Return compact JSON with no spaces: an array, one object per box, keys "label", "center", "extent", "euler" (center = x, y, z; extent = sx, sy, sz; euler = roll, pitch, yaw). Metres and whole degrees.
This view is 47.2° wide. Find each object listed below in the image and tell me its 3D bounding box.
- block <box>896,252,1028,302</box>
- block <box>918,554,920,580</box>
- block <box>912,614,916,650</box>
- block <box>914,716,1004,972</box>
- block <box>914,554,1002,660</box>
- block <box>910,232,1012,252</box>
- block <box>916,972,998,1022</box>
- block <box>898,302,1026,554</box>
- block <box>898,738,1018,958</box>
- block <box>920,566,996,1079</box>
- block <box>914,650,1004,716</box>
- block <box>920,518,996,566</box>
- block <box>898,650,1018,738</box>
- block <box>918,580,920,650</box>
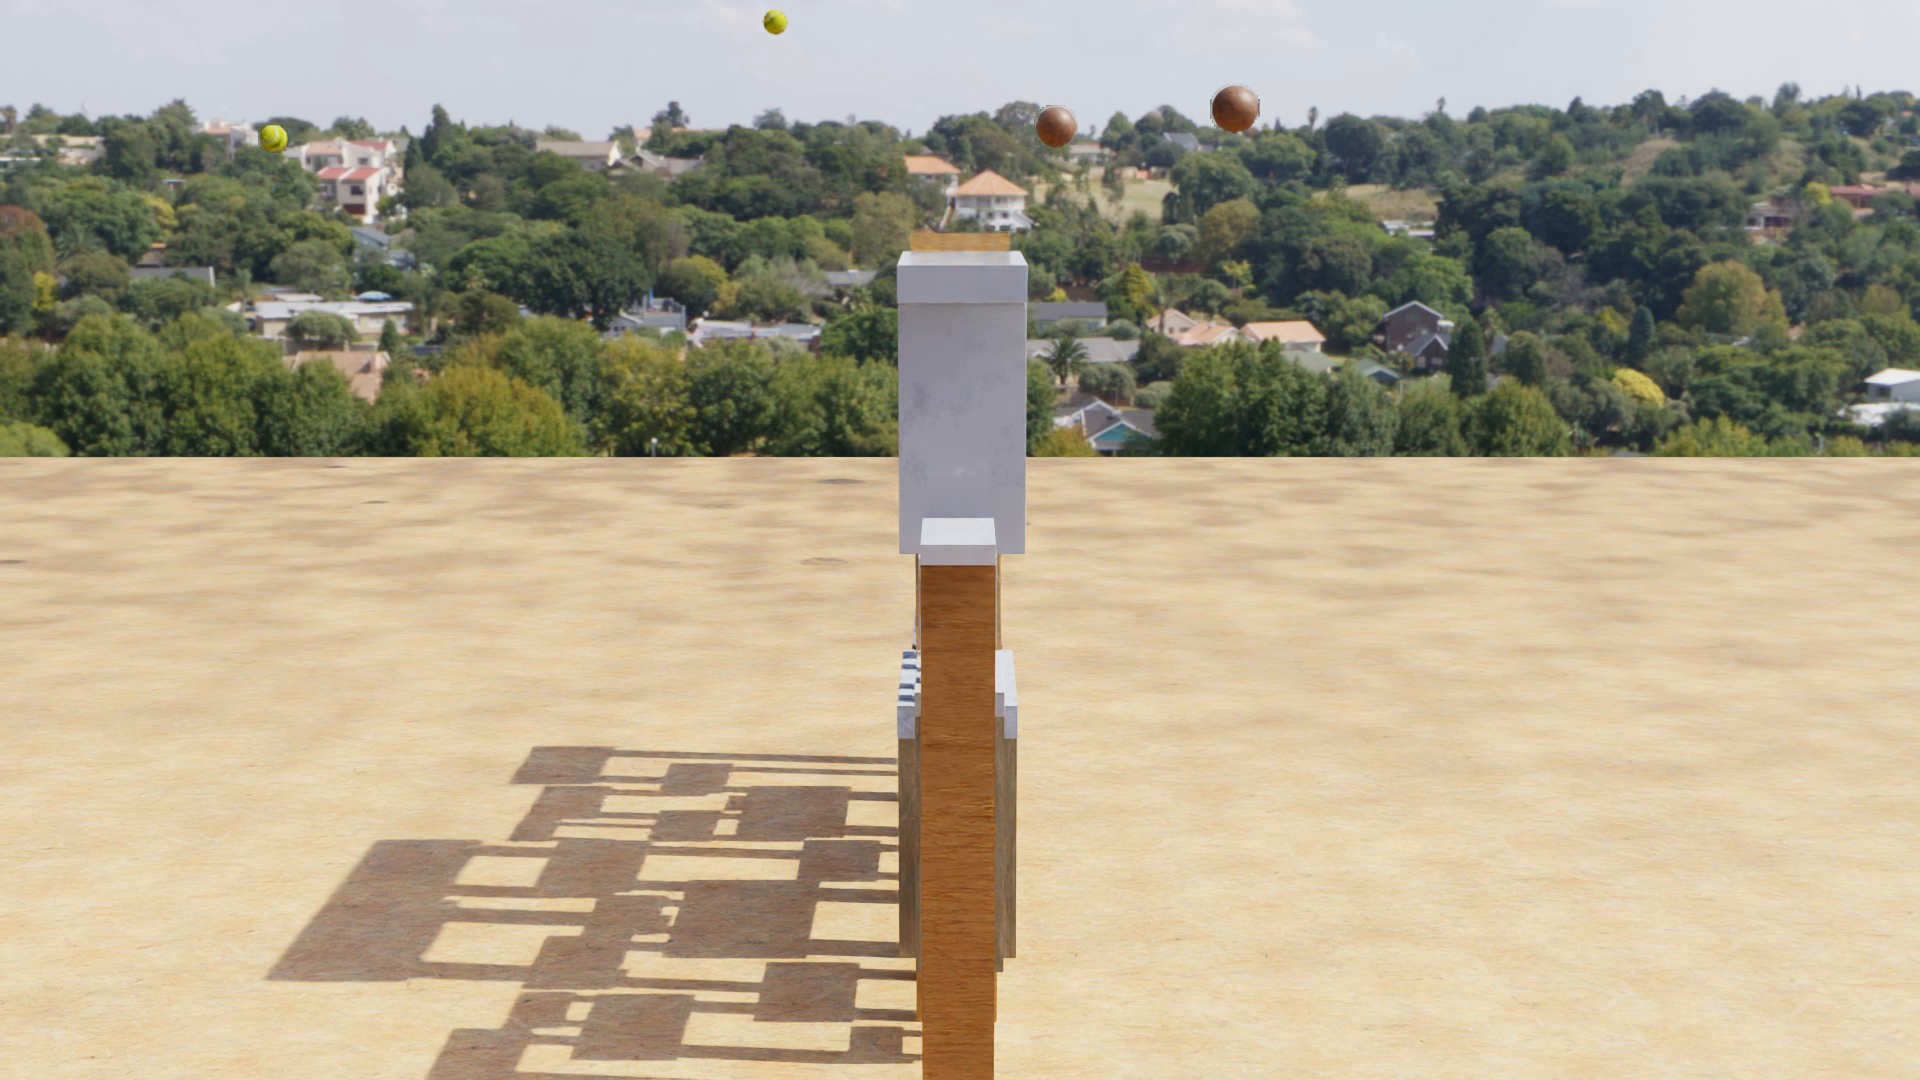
[{"label":"block","center":[0.003,-0.383,3.181],"extent":[0.179,0.051,0.357],"euler":[0,11,0]},{"label":"block","center":[-0.004,0.020,3.192],"extent":[0.111,0.031,0.221],"euler":[0,11,0]},{"label":"block","center":[-0.005,0.178,4.024],"extent":[0.159,0.045,0.318],"euler":[0,11,0]},{"label":"block","center":[-0.001,0.402,2.945],"extent":[0.118,0.361,0.033],"euler":[0,10,0]},{"label":"block","center":[-0.003,0.053,3.556],"extent":[0.137,0.275,0.039],"euler":[-1,10,0]},{"label":"block","center":[-0.002,-0.463,3.507],"extent":[0.154,0.044,0.309],"euler":[0,6,-1]},{"label":"block","center":[-0.005,0.573,3.134],"extent":[0.115,0.230,0.033],"euler":[0,11,0]},{"label":"block","center":[0.003,-0.160,3.101],"extent":[0.179,0.357,0.051],"euler":[0,11,0]},{"label":"block","center":[-0.004,0.462,3.374],"extent":[0.180,0.359,0.051],"euler":[0,11,0]},{"label":"block","center":[-0.002,0.379,2.833],"extent":[0.094,0.719,0.027],"euler":[0,11,0]},{"label":"block","center":[-0.001,0.193,2.987],"extent":[0.118,0.033,0.236],"euler":[0,11,0]},{"label":"block","center":[-0.002,0.001,2.827],"extent":[0.094,0.027,0.188],"euler":[0,11,0]},{"label":"block","center":[-0.004,0.239,3.455],"extent":[0.180,0.051,0.359],"euler":[0,11,0]},{"label":"block","center":[-0.003,0.231,3.156],"extent":[0.111,0.369,0.031],"euler":[0,11,0]}]
